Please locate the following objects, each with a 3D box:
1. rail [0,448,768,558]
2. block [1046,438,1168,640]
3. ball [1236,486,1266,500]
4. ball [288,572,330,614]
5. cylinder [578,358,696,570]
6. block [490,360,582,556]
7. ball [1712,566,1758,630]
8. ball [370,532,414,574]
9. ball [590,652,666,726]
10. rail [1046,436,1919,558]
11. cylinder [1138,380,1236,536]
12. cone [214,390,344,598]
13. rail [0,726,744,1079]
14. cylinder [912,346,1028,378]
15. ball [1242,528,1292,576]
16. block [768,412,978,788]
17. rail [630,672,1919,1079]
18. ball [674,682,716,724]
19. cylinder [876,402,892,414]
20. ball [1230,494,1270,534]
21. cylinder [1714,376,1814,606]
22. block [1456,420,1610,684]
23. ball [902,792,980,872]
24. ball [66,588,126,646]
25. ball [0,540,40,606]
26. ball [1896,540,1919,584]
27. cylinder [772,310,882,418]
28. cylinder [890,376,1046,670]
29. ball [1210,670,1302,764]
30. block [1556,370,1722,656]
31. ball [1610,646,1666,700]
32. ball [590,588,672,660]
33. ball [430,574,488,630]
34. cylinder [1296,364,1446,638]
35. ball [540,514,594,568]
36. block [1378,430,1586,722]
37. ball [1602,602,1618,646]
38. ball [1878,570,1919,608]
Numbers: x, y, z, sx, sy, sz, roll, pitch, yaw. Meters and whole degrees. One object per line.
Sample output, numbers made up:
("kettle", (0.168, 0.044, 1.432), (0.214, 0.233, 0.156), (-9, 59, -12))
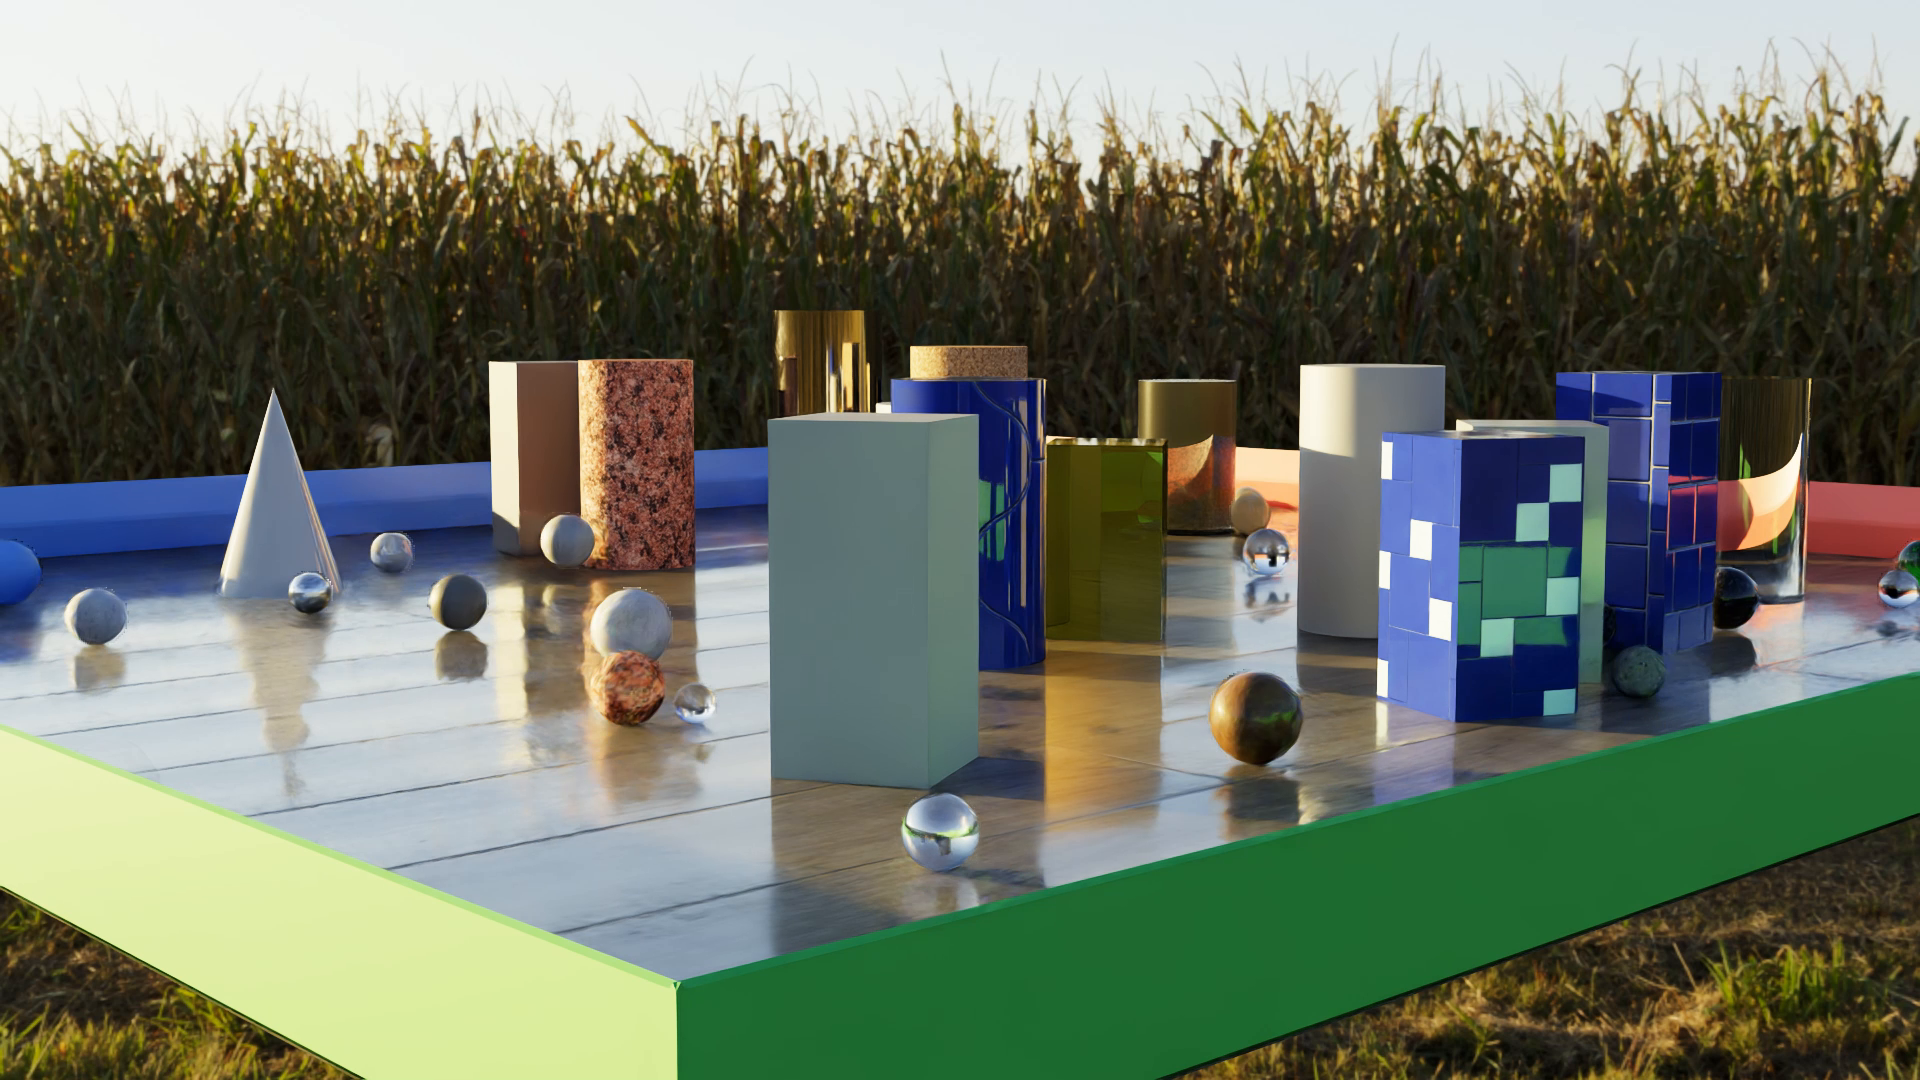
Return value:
("rail", (-1.073, -0.087, 4.489), (3.326, 0.129, 0.045), (-5, 8, -42))
("block", (0.204, -0.004, 3.051), (0.159, 0.265, 0.159), (1, 6, 8))
("ball", (0.593, -0.069, 4.552), (0.082, 0.082, 0.082), (0, 6, 0))
("ball", (-0.958, 0.079, 3.240), (0.061, 0.061, 0.061), (0, 6, 0))
("cylinder", (-0.567, -0.137, 3.868), (0.199, 0.358, 0.199), (0, 6, 0))
("block", (-0.769, -0.155, 4.083), (0.159, 0.350, 0.159), (-3, 7, -29))
("ball", (1.072, 0.081, 3.079), (0.088, 0.088, 0.088), (0, 6, 0))
("ball", (-0.966, 0.021, 3.737), (0.071, 0.071, 0.071), (0, 6, 0))
("ball", (-0.358, 0.160, 2.367), (0.080, 0.080, 0.080), (0, 6, 0))
("rail", (1.205, -0.082, 4.438), (0.045, 0.129, 3.213), (-5, 8, -42))
("cylinder", (0.459, -0.170, 4.447), (0.199, 0.304, 0.199), (0, 6, 0))
("cone", (-1.085, -0.080, 3.494), (0.199, 0.324, 0.199), (0, 6, 0))
("rail", (-1.205, 0.149, 2.226), (0.045, 0.129, 3.213), (-5, 8, -42))
("cylinder", (0.016, -0.138, 3.754), (0.199, 0.384, 0.199), (0, 6, 0))
("ball", (0.517, 0.020, 3.702), (0.081, 0.081, 0.081), (0, 6, 0))
("block", (-0.081, 0.052, 2.136), (0.159, 0.343, 0.159), (2, 6, 18))
("rail", (1.073, 0.154, 2.175), (3.326, 0.129, 0.045), (-5, 8, -42))
("ball", (-0.287, 0.177, 2.376), (0.045, 0.045, 0.045), (0, 6, 0))
("cylinder", (-0.024, -0.046, 3.239), (0.199, 0.309, 0.199), (0, 6, 0))
("ball", (0.579, -0.051, 4.384), (0.081, 0.081, 0.081), (0, 6, 0))
("cylinder", (1.213, -0.081, 3.415), (0.199, 0.342, 0.199), (0, 6, 0))
("block", (0.698, 0.010, 2.706), (0.159, 0.308, 0.159), (1, 6, 6))
("ball", (-0.016, 0.233, 1.754), (0.062, 0.062, 0.062), (0, 6, 0))
("ball", (-1.154, 0.102, 2.937), (0.076, 0.076, 0.076), (0, 6, 0))
("ball", (-1.448, 0.049, 3.335), (0.099, 0.099, 0.099), (0, 6, 0))
("ball", (1.528, 0.041, 3.480), (0.085, 0.085, 0.085), (0, 6, 0))
("cylinder", (-0.239, -0.192, 3.987), (0.199, 0.445, 0.199), (0, 6, 0))
("cylinder", (0.011, -0.027, 2.816), (0.199, 0.358, 0.199), (0, 6, 0))
("ball", (0.292, 0.175, 2.169), (0.092, 0.092, 0.092), (0, 6, 0))
("block", (0.904, -0.042, 2.944), (0.159, 0.362, 0.159), (5, 8, 41))
("ball", (0.780, 0.152, 2.530), (0.062, 0.062, 0.062), (0, 6, 0))
("ball", (-0.411, 0.111, 2.746), (0.099, 0.099, 0.099), (0, 6, 0))
("ball", (-0.701, 0.087, 3.073), (0.079, 0.079, 0.079), (0, 6, 0))
("cylinder", (0.575, -0.060, 3.082), (0.199, 0.368, 0.199), (0, 6, 0))
("ball", (-0.670, 0.001, 3.757), (0.091, 0.091, 0.091), (0, 6, 0))
("block", (0.583, 0.035, 2.474), (0.159, 0.307, 0.159), (-2, 6, -21))
("ball", (0.824, 0.109, 2.878), (0.069, 0.069, 0.069), (0, 6, 0))
("ball", (1.409, 0.074, 3.299), (0.058, 0.058, 0.058), (0, 6, 0))
